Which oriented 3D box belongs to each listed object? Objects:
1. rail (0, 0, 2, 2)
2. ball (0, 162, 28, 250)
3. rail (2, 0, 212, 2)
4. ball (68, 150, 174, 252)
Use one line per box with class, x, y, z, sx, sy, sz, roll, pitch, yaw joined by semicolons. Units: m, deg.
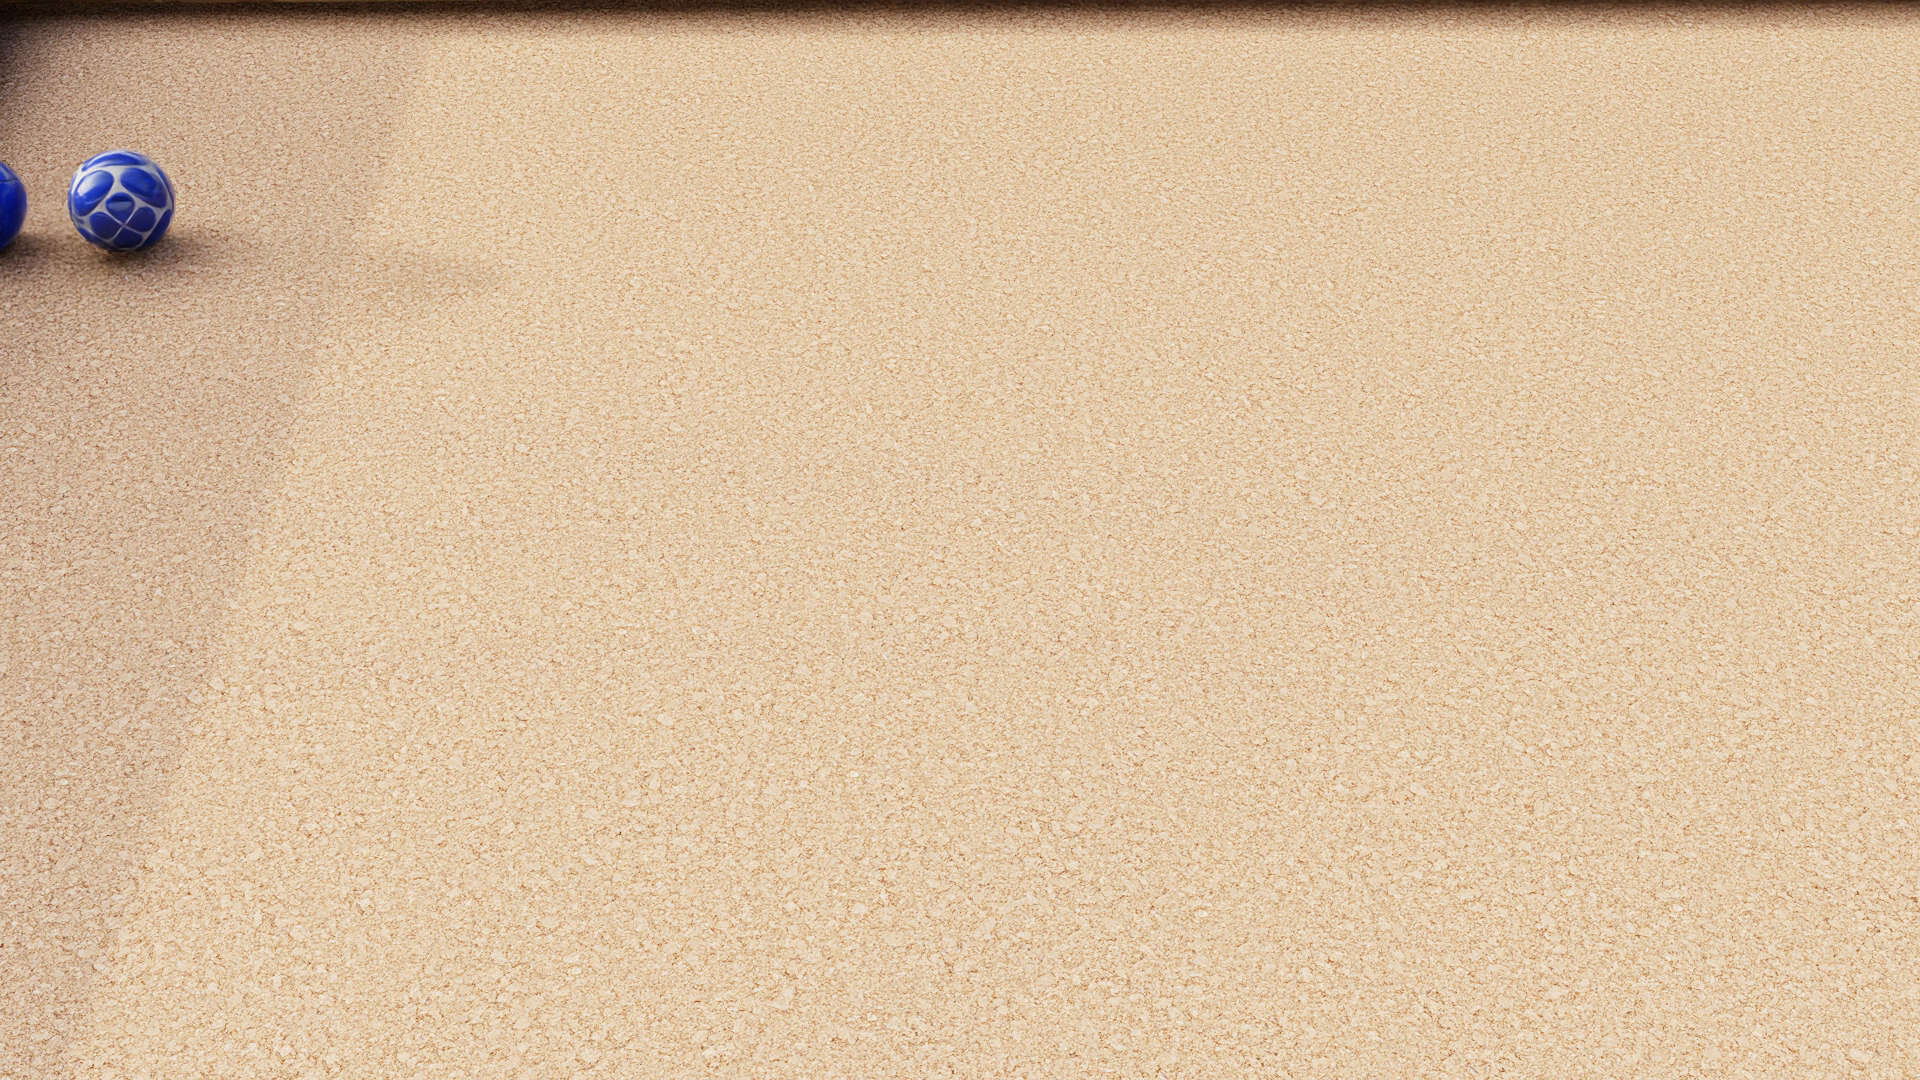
rail;-0.856;-0.011;1.631;0.045;0.103;1.797;-1;36;-1
ball;-0.766;-0.260;1.993;0.079;0.079;0.079;0;36;0
rail;0.866;-0.544;2.358;3.520;0.103;0.045;-1;36;-1
ball;-0.653;-0.263;1.997;0.079;0.079;0.079;0;36;0
